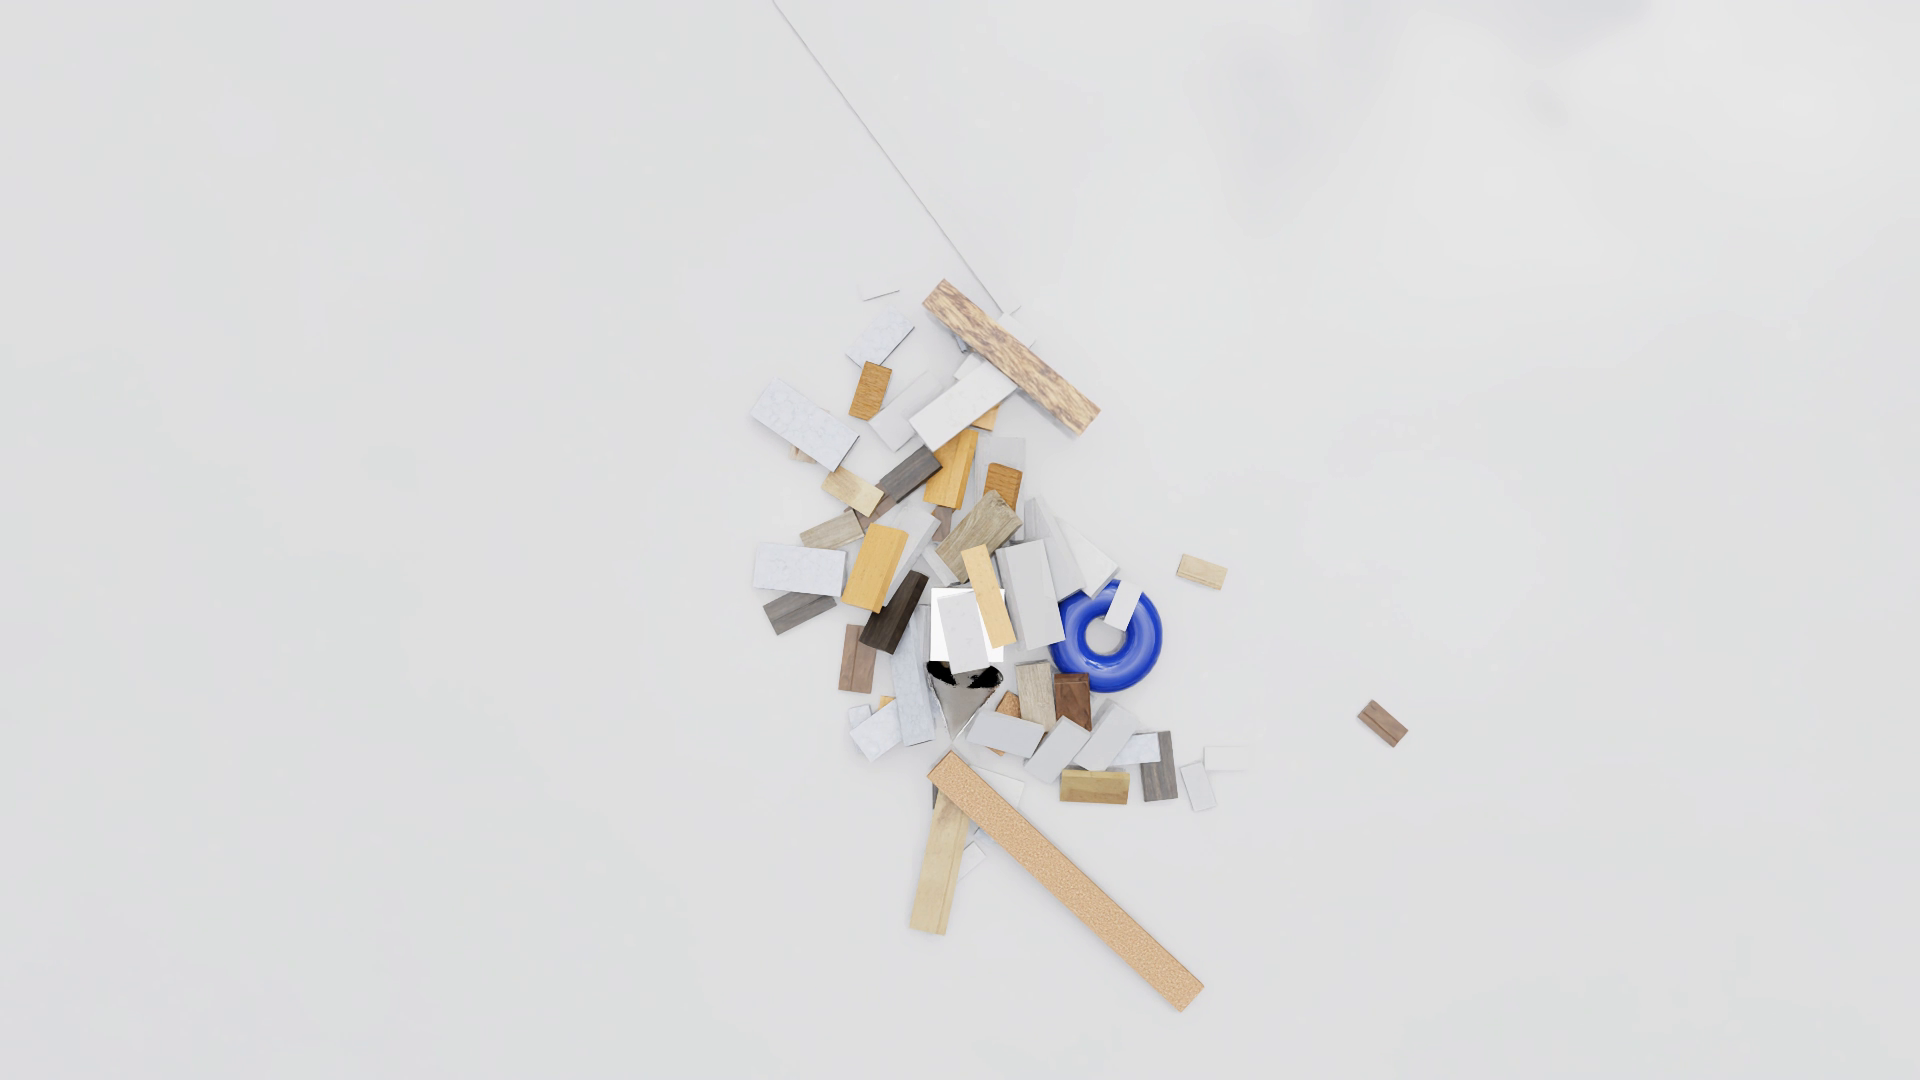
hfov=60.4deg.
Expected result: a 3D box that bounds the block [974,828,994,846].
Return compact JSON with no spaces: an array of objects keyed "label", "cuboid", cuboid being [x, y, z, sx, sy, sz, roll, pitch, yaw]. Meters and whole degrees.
[{"label":"block","cuboid":[0.110,0.949,5.491,0.064,0.018,0.129,36,90,0]}]

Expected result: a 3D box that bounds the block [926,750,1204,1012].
[{"label":"block","cuboid":[0.351,1.129,5.447,1.157,0.033,0.117,43,90,-4]}]

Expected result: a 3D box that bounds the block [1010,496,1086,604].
[{"label":"block","cuboid":[0.271,0.041,5.400,0.167,0.047,0.335,-33,77,37]}]

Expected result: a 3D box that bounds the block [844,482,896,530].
[{"label":"block","cuboid":[-0.287,-0.118,5.487,0.185,0.026,0.093,-38,90,0]}]

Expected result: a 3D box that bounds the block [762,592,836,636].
[{"label":"block","cuboid":[-0.533,0.219,5.484,0.221,0.031,0.110,-27,90,0]}]

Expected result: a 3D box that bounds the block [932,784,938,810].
[{"label":"block","cuboid":[-0.060,0.831,5.491,0.064,0.018,0.129,0,90,0]}]

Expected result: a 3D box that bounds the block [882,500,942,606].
[{"label":"block","cuboid":[-0.208,0.043,5.441,0.140,0.040,0.334,33,90,38]}]

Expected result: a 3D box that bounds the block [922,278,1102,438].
[{"label":"block","cuboid":[0.167,-0.593,5.366,0.672,0.031,0.110,40,85,3]}]

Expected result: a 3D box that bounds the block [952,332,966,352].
[{"label":"block","cuboid":[-0.011,-0.684,5.469,0.018,0.063,0.125,-23,90,0]}]

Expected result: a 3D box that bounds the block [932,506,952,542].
[{"label":"block","cuboid":[-0.059,-0.051,5.476,0.058,0.016,0.115,6,90,0]}]

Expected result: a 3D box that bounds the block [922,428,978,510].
[{"label":"block","cuboid":[-0.031,-0.243,5.448,0.131,0.037,0.263,13,90,34]}]

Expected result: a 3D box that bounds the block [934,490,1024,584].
[{"label":"block","cuboid":[0.061,-0.009,5.375,0.149,0.042,0.298,50,120,14]}]

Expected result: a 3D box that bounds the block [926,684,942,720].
[{"label":"block","cuboid":[-0.121,0.527,5.490,0.074,0.021,0.148,-36,90,0]}]

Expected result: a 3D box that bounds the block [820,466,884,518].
[{"label":"block","cuboid":[-0.356,-0.163,5.466,0.194,0.027,0.097,31,86,10]}]

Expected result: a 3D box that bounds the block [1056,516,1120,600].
[{"label":"block","cuboid":[0.380,0.059,5.417,0.136,0.039,0.277,-47,64,-3]}]

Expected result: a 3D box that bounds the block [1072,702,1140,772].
[{"label":"block","cuboid":[0.481,0.657,5.427,0.112,0.032,0.231,31,102,-19]}]

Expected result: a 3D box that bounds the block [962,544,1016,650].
[{"label":"block","cuboid":[0.091,0.180,5.258,0.081,0.023,0.327,-18,90,0]}]

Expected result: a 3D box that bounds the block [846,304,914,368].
[{"label":"block","cuboid":[-0.266,-0.664,5.484,0.110,0.031,0.221,42,90,0]}]

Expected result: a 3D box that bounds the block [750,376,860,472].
[{"label":"block","cuboid":[-0.513,-0.380,5.452,0.338,0.042,0.149,35,91,2]}]

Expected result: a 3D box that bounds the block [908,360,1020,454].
[{"label":"block","cuboid":[0.035,-0.461,5.384,0.414,0.037,0.131,-38,86,-5]}]

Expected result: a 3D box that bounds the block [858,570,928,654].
[{"label":"block","cuboid":[-0.218,0.228,5.416,0.040,0.140,0.280,33,79,-42]}]

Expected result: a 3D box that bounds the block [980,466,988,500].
[{"label":"block","cuboid":[0.094,-0.185,5.403,0.058,0.016,0.115,8,98,36]}]

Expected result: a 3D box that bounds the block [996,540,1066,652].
[{"label":"block","cuboid":[0.227,0.178,5.316,0.167,0.047,0.335,-12,89,-39]}]

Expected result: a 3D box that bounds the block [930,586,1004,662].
[{"label":"block","cuboid":[0.024,0.272,5.385,0.231,0.231,0.231,1,90,0]}]

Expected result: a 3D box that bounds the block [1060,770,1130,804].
[{"label":"block","cuboid":[0.445,0.817,5.456,0.223,0.032,0.112,3,123,0]}]

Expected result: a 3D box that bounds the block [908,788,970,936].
[{"label":"block","cuboid":[-0.054,1.041,5.463,0.122,0.035,0.521,12,92,1]}]

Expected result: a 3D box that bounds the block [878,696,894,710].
[{"label":"block","cuboid":[-0.239,0.596,5.490,0.074,0.021,0.148,10,90,0]}]

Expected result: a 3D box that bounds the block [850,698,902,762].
[{"label":"block","cuboid":[-0.232,0.612,5.446,0.245,0.035,0.122,-36,88,-6]}]

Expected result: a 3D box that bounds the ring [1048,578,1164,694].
[{"label":"ring","cuboid":[0.479,0.315,5.438,0.384,0.128,0.384,0,91,1]}]

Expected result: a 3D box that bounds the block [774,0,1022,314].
[{"label":"block","cuboid":[-0.211,-1.291,5.491,0.063,0.018,1.316,-36,90,0]}]

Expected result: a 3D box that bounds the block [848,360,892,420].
[{"label":"block","cuboid":[-0.297,-0.491,5.467,0.093,0.026,0.185,18,101,-3]}]

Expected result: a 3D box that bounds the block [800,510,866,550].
[{"label":"block","cuboid":[-0.423,-0.017,5.471,0.200,0.027,0.097,-24,90,9]}]

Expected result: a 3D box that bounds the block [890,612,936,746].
[{"label":"block","cuboid":[-0.168,0.448,5.406,0.110,0.031,0.442,-20,74,37]}]

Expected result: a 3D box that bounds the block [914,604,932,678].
[{"label":"block","cuboid":[-0.151,0.331,5.447,0.117,0.033,0.234,3,90,44]}]
